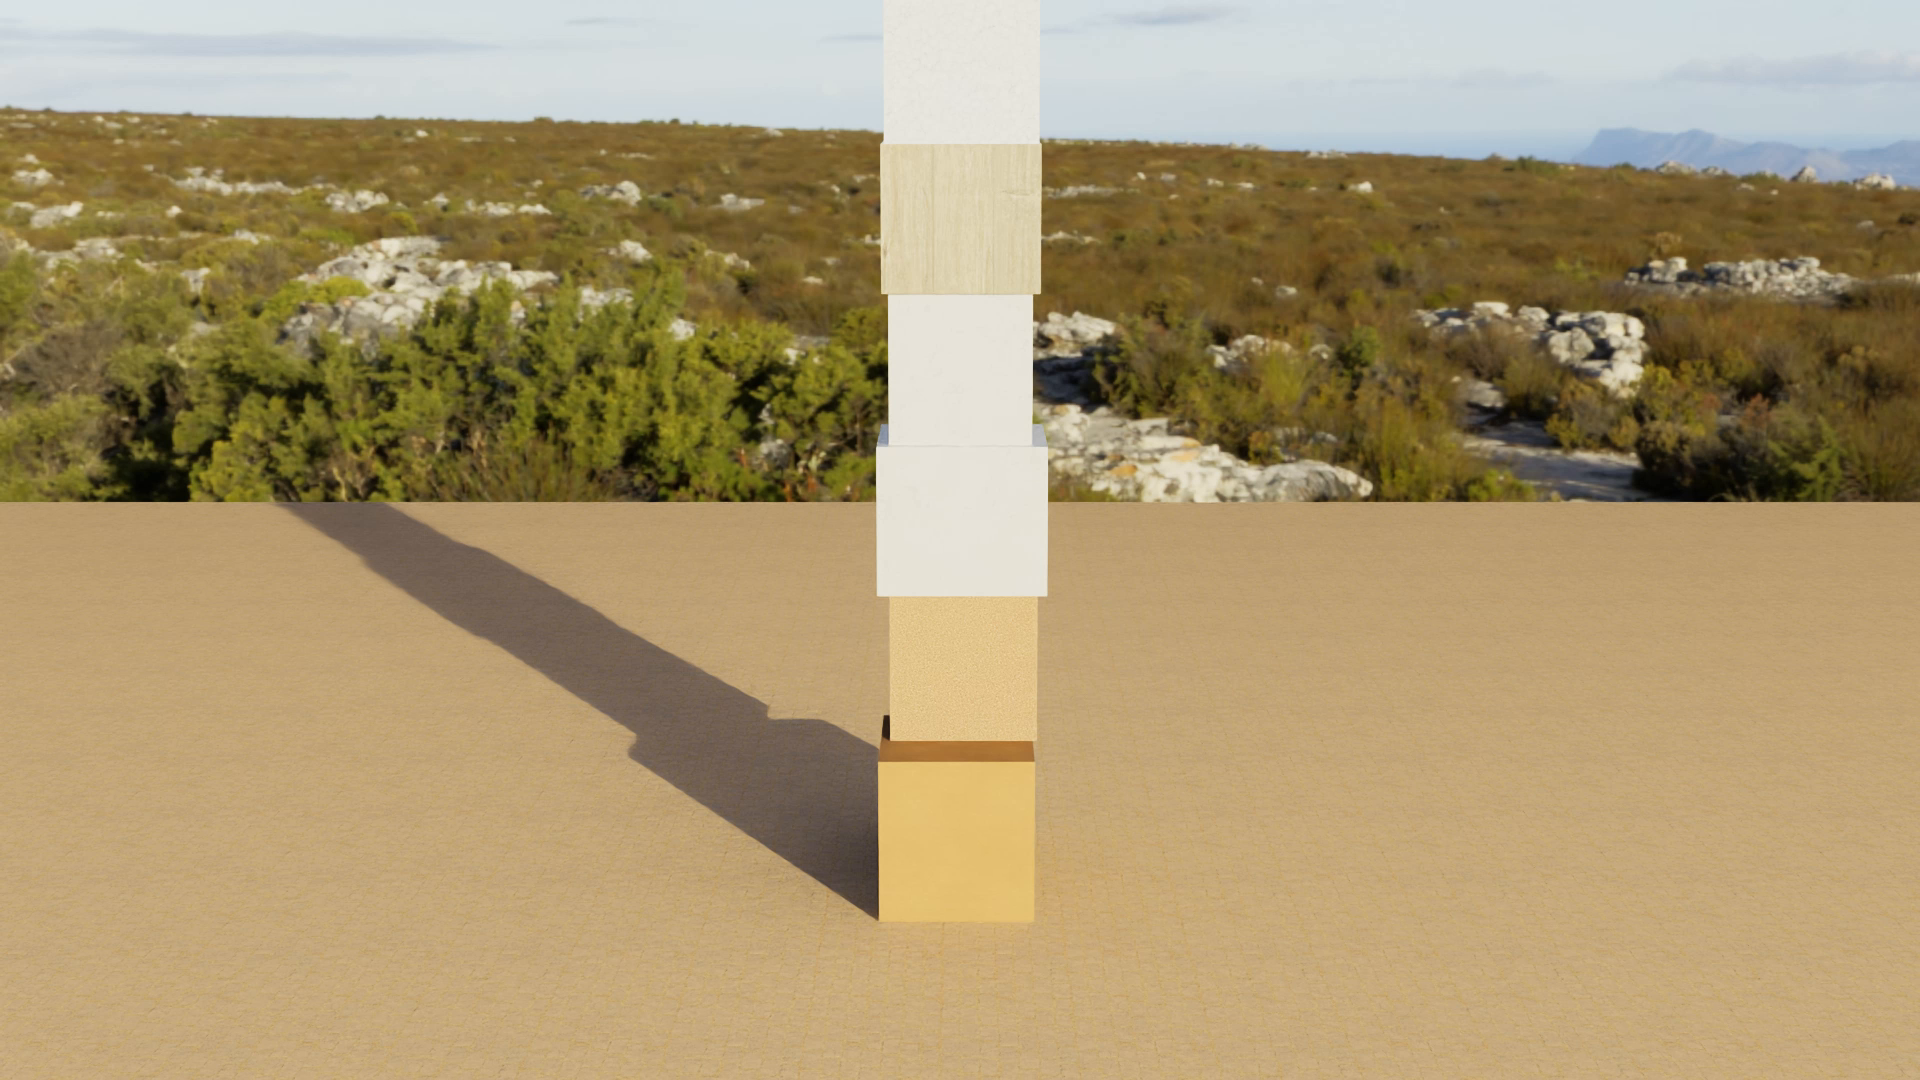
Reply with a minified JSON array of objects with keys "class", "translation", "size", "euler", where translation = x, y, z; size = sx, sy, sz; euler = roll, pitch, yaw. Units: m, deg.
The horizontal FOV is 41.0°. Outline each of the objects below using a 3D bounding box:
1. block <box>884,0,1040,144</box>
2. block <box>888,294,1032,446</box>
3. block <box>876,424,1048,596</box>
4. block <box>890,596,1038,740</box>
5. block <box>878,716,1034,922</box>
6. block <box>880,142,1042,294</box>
[{"class":"block","translation":[0.007,-1.998,10.817],"size":[0.641,0.630,0.611],"euler":[0,10,0]},{"class":"block","translation":[0.002,-0.767,11.041],"size":[0.602,0.637,0.610],"euler":[0,10,0]},{"class":"block","translation":[0.009,-0.139,11.155],"size":[0.720,0.638,0.714],"euler":[0,10,0]},{"class":"block","translation":[0.015,0.485,11.269],"size":[0.627,0.631,0.711],"euler":[0,10,0]},{"class":"block","translation":[-0.014,1.190,11.087],"size":[0.650,0.691,0.788],"euler":[0,10,0]},{"class":"block","translation":[0.004,-1.384,10.929],"size":[0.663,0.618,0.636],"euler":[0,10,0]}]
